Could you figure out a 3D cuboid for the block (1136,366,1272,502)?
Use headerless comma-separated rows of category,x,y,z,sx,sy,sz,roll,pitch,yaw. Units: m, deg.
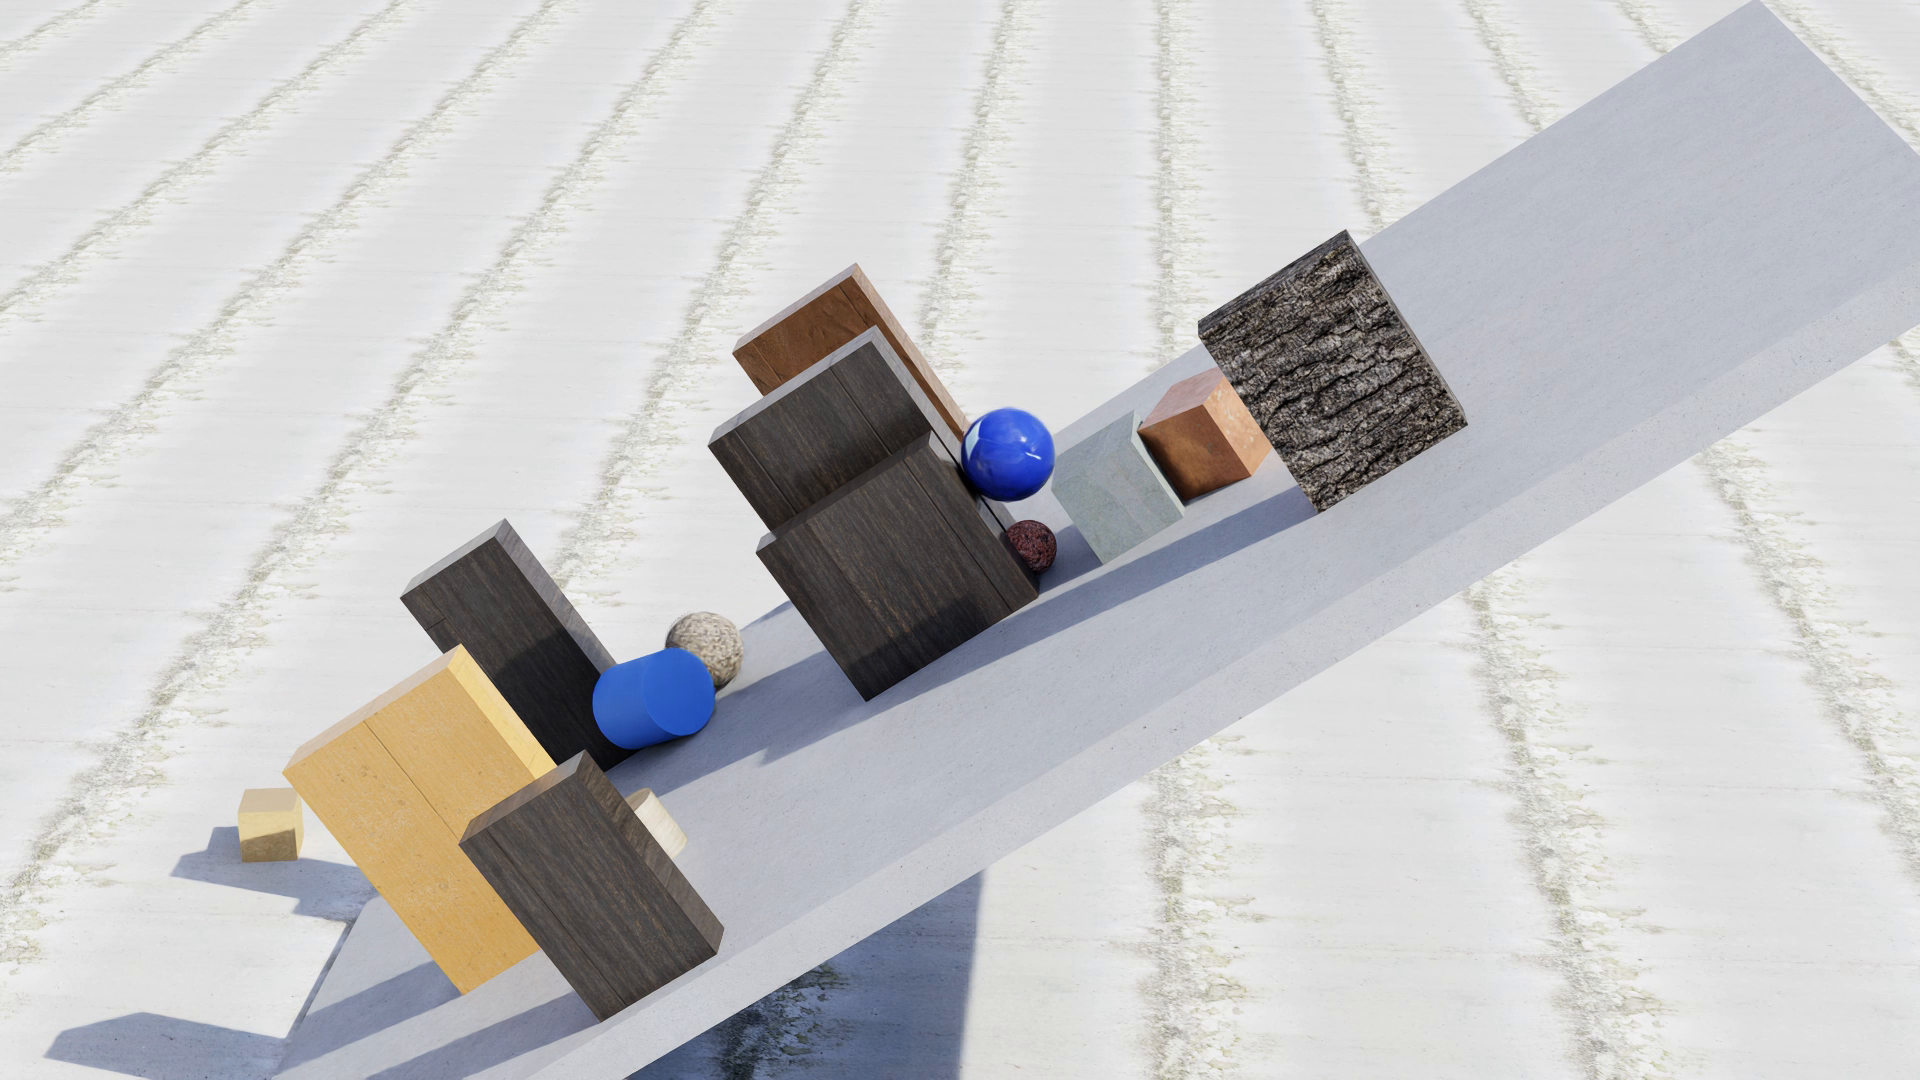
block,0.524,-0.230,6.129,0.185,0.185,0.185,-22,21,42

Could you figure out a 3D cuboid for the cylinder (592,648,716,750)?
cylinder,-0.724,0.376,6.952,0.208,0.208,0.208,-20,1,-42

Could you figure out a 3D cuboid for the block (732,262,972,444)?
block,-0.216,-0.304,7.083,0.350,0.636,0.116,-32,16,14

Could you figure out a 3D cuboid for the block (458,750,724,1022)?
block,-0.697,0.659,5.586,0.277,0.450,0.104,-32,16,14

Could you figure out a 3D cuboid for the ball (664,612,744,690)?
ball,-0.616,0.268,7.081,0.191,0.191,0.191,0,21,0

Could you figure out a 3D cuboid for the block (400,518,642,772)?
block,-1.028,0.289,7.064,0.287,0.631,0.125,-32,16,14

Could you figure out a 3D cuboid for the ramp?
ramp,0.137,0.172,6.301,4.000,0.100,2.000,-32,16,14

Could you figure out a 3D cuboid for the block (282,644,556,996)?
block,-1.051,0.595,6.210,0.443,0.624,0.124,-32,16,14

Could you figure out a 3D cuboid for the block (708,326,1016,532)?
block,-0.189,-0.091,6.423,0.433,0.618,0.117,-32,16,14

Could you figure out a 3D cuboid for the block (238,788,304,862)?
block,-1.836,0.759,7.841,0.146,0.146,0.146,-2,21,-5

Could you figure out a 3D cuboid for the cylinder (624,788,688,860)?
cylinder,-0.672,0.621,6.249,0.135,0.135,0.135,-33,15,10

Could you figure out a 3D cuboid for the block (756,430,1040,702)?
block,-0.131,0.058,6.246,0.445,0.410,0.091,-32,16,14

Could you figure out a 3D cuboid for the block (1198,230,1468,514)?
block,0.702,-0.315,5.546,0.329,0.423,0.099,-32,16,14

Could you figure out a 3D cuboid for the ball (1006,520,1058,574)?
ball,0.148,0.016,6.323,0.121,0.121,0.121,0,21,0

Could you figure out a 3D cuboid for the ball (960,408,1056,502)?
ball,0.102,-0.179,6.207,0.201,0.201,0.201,0,21,0

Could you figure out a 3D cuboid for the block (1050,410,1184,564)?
block,0.333,-0.112,6.159,0.199,0.199,0.199,-31,16,16
